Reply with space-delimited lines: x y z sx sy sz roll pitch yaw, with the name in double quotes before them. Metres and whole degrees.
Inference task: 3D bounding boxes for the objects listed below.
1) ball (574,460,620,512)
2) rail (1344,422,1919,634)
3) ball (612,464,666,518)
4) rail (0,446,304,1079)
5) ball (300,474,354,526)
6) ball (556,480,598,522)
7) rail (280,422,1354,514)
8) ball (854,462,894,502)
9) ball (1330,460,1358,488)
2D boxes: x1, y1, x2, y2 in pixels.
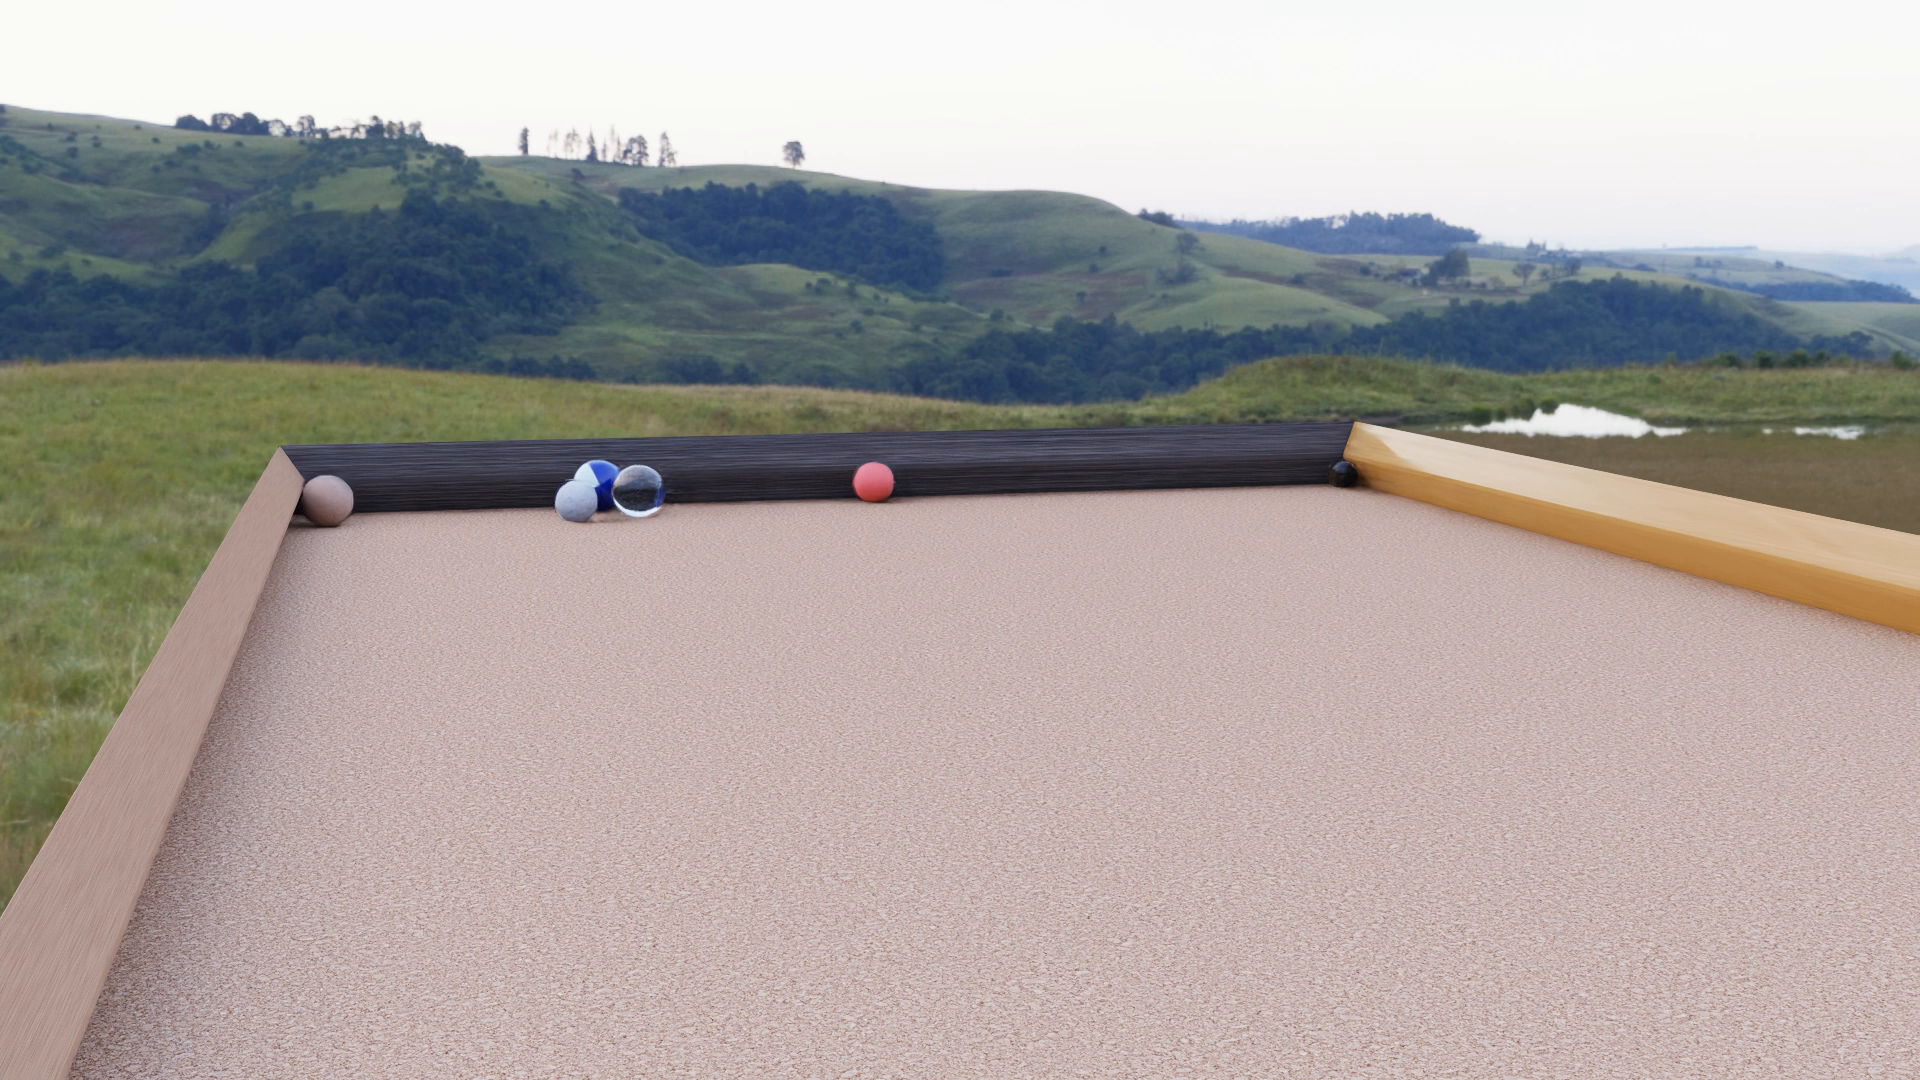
"ball" -0.675 -0.101 4.114 0.098 0.098 0.098 0 8 0
"rail" 1.234 0.063 2.839 0.045 0.127 3.607 -2 8 -14
"ball" -0.589 -0.090 4.034 0.097 0.097 0.097 0 8 0
"rail" -0.799 0.133 2.338 0.045 0.127 3.607 -2 8 -14
"ball" -1.125 -0.070 3.909 0.092 0.092 0.092 0 8 0
"ball" -0.690 -0.069 3.963 0.076 0.076 0.076 0 8 0
"rail" -0.212 -0.143 4.298 2.142 0.127 0.045 -2 8 -14
"ball" -0.166 -0.112 4.256 0.079 0.079 0.079 0 8 0
"ball" 0.784 -0.134 4.497 0.056 0.056 0.056 0 8 0
